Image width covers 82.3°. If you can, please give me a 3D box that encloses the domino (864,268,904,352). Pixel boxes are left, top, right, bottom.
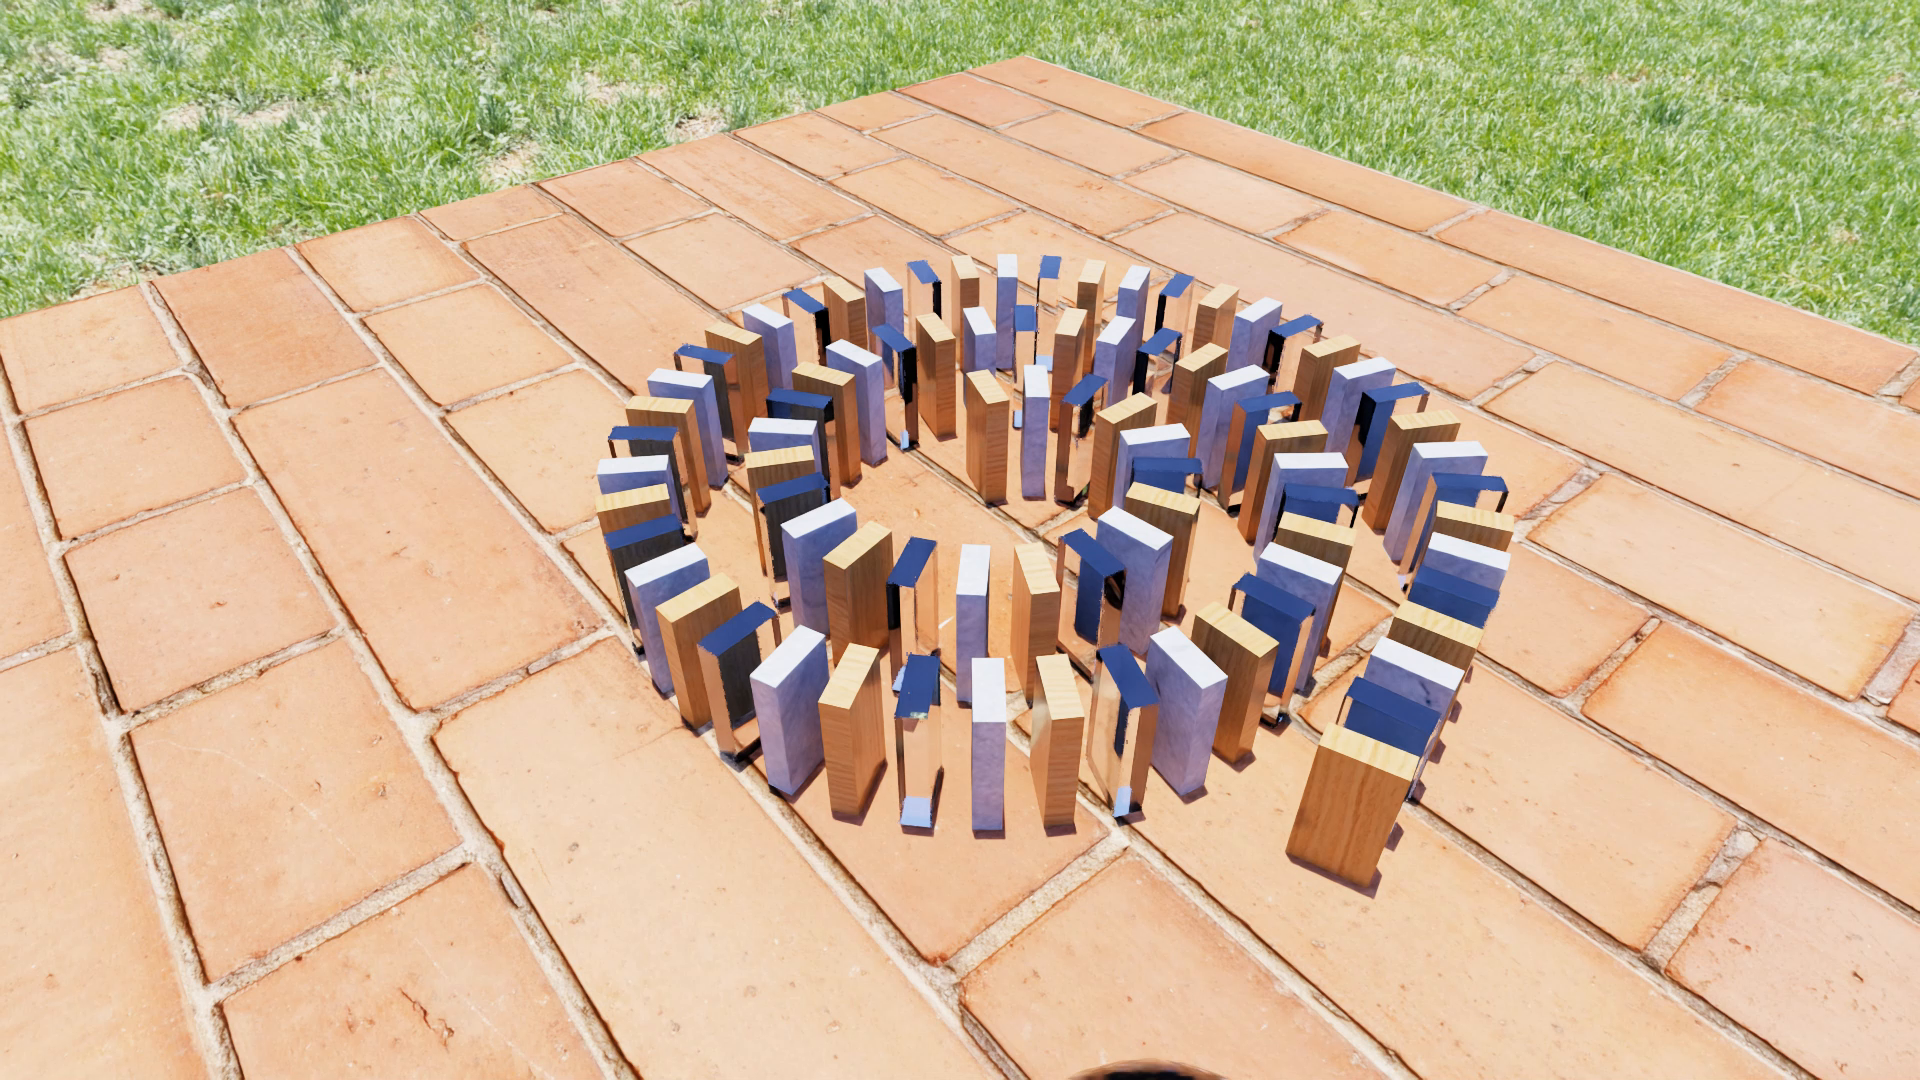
[{"bbox_3d":[-0.037,-0.105,0.540,0.009,0.050,0.025,-17,42,-20],"label":"domino"}]

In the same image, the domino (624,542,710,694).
[{"bbox_3d":[-0.097,0.027,0.378,0.025,0.050,0.009,-25,46,-27],"label":"domino"}]

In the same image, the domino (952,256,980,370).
[{"bbox_3d":[0.002,-0.113,0.550,0.009,0.050,0.025,-7,40,-8],"label":"domino"}]

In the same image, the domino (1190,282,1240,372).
[{"bbox_3d":[0.120,-0.094,0.526,0.009,0.050,0.025,24,45,26],"label":"domino"}]

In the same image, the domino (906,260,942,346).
[{"bbox_3d":[-0.018,-0.110,0.546,0.009,0.050,0.025,-12,41,-15],"label":"domino"}]

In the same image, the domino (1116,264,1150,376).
[{"bbox_3d":[0.084,-0.106,0.541,0.010,0.050,0.025,14,41,16],"label":"domino"}]

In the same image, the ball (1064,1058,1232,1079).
[{"bbox_3d":[0.039,0.144,0.212,0.080,0.080,0.080,0,39,0],"label":"ball"}]

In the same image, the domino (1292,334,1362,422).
[{"bbox_3d":[0.161,-0.065,0.490,0.025,0.050,0.010,-19,43,-22],"label":"domino"}]

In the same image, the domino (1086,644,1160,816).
[{"bbox_3d":[0.049,0.059,0.339,0.009,0.050,0.025,-10,40,-12],"label":"domino"}]

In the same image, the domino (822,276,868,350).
[{"bbox_3d":[-0.055,-0.098,0.532,0.009,0.050,0.025,-22,44,-24],"label":"domino"}]

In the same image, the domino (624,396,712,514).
[{"bbox_3d":[-0.120,-0.035,0.454,0.025,0.050,0.009,5,40,6],"label":"domino"}]

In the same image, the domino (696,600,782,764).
[{"bbox_3d":[-0.069,0.046,0.355,0.009,0.050,0.025,28,47,29],"label":"domino"}]

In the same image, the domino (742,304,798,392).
[{"bbox_3d":[-0.087,-0.082,0.512,0.025,0.050,0.010,31,49,32],"label":"domino"}]

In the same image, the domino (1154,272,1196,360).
[{"bbox_3d":[0.103,-0.101,0.535,0.009,0.050,0.025,18,43,21],"label":"domino"}]

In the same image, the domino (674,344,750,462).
[{"bbox_3d":[-0.109,-0.060,0.485,0.025,0.050,0.010,15,42,17],"label":"domino"}]

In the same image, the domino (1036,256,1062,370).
[{"bbox_3d":[0.044,-0.113,0.550,0.009,0.050,0.025,6,40,7],"label":"domino"}]

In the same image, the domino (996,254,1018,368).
[{"bbox_3d":[0.023,-0.114,0.551,0.009,0.050,0.025,1,39,1],"label":"domino"}]

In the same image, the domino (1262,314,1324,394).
[{"bbox_3d":[0.150,-0.076,0.504,0.025,0.050,0.009,-24,45,-27],"label":"domino"}]

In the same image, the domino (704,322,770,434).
[{"bbox_3d":[-0.100,-0.072,0.499,0.025,0.050,0.009,22,44,24],"label":"domino"}]

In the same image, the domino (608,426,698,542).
[{"bbox_3d":[-0.122,-0.022,0.438,0.025,0.050,0.010,1,39,1],"label":"domino"}]

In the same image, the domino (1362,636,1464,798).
[{"bbox_3d":[0.136,0.056,0.343,0.025,0.050,0.009,25,46,27],"label":"domino"}]

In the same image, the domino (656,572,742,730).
[{"bbox_3d":[-0.084,0.037,0.366,0.025,0.050,0.009,-31,48,-32],"label":"domino"}]

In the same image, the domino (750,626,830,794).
[{"bbox_3d":[-0.052,0.054,0.346,0.009,0.050,0.025,20,43,23],"label":"domino"}]

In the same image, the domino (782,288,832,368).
[{"bbox_3d":[-0.072,-0.091,0.522,0.009,0.050,0.025,-27,46,-29],"label":"domino"}]

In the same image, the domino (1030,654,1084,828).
[{"bbox_3d":[0.029,0.062,0.336,0.009,0.050,0.025,-5,40,-6],"label":"domino"}]

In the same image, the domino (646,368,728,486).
[{"bbox_3d":[-0.116,-0.048,0.470,0.025,0.050,0.010,9,40,11],"label":"domino"}]

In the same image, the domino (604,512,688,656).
[{"bbox_3d":[-0.108,0.016,0.392,0.025,0.050,0.010,-19,43,-22],"label":"domino"}]

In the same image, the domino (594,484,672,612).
[{"bbox_3d":[-0.117,0.004,0.406,0.025,0.050,0.009,-12,41,-14],"label":"domino"}]

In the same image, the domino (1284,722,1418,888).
[{"bbox_3d":[0.112,0.077,0.317,0.025,0.050,0.009,21,44,23],"label":"domino"}]

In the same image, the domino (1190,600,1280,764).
[{"bbox_3d":[0.085,0.047,0.355,0.009,0.050,0.025,-29,47,-30],"label":"domino"}]

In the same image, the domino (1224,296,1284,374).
[{"bbox_3d":[0.136,-0.086,0.516,0.009,0.050,0.025,32,49,33],"label":"domino"}]

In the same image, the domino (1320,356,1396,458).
[{"bbox_3d":[0.170,-0.053,0.476,0.025,0.050,0.010,-15,42,-18],"label":"domino"}]

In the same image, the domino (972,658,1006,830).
[{"bbox_3d":[0.008,0.063,0.335,0.009,0.050,0.025,0,39,0],"label":"domino"}]

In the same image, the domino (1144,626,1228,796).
[{"bbox_3d":[0.068,0.054,0.345,0.009,0.050,0.025,-20,43,-23],"label":"domino"}]

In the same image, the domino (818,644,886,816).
[{"bbox_3d":[-0.033,0.059,0.339,0.009,0.050,0.025,11,41,13],"label":"domino"}]

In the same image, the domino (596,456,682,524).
[{"bbox_3d":[-0.121,-0.009,0.422,0.025,0.050,0.010,-4,40,-5],"label":"domino"}]

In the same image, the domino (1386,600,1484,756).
[{"bbox_3d":[0.148,0.045,0.356,0.025,0.050,0.009,24,45,26],"label":"domino"}]

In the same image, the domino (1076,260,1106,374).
[{"bbox_3d":[0.064,-0.110,0.546,0.009,0.050,0.025,10,40,12],"label":"domino"}]

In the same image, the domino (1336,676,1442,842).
[{"bbox_3d":[0.124,0.066,0.331,0.025,0.050,0.009,25,46,27],"label":"domino"}]

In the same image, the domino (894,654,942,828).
[{"bbox_3d":[-0.012,0.062,0.336,0.010,0.050,0.025,5,40,6],"label":"domino"}]

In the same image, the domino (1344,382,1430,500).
[{"bbox_3d":[0.177,-0.041,0.461,0.025,0.050,0.009,-11,41,-13],"label":"domino"}]
